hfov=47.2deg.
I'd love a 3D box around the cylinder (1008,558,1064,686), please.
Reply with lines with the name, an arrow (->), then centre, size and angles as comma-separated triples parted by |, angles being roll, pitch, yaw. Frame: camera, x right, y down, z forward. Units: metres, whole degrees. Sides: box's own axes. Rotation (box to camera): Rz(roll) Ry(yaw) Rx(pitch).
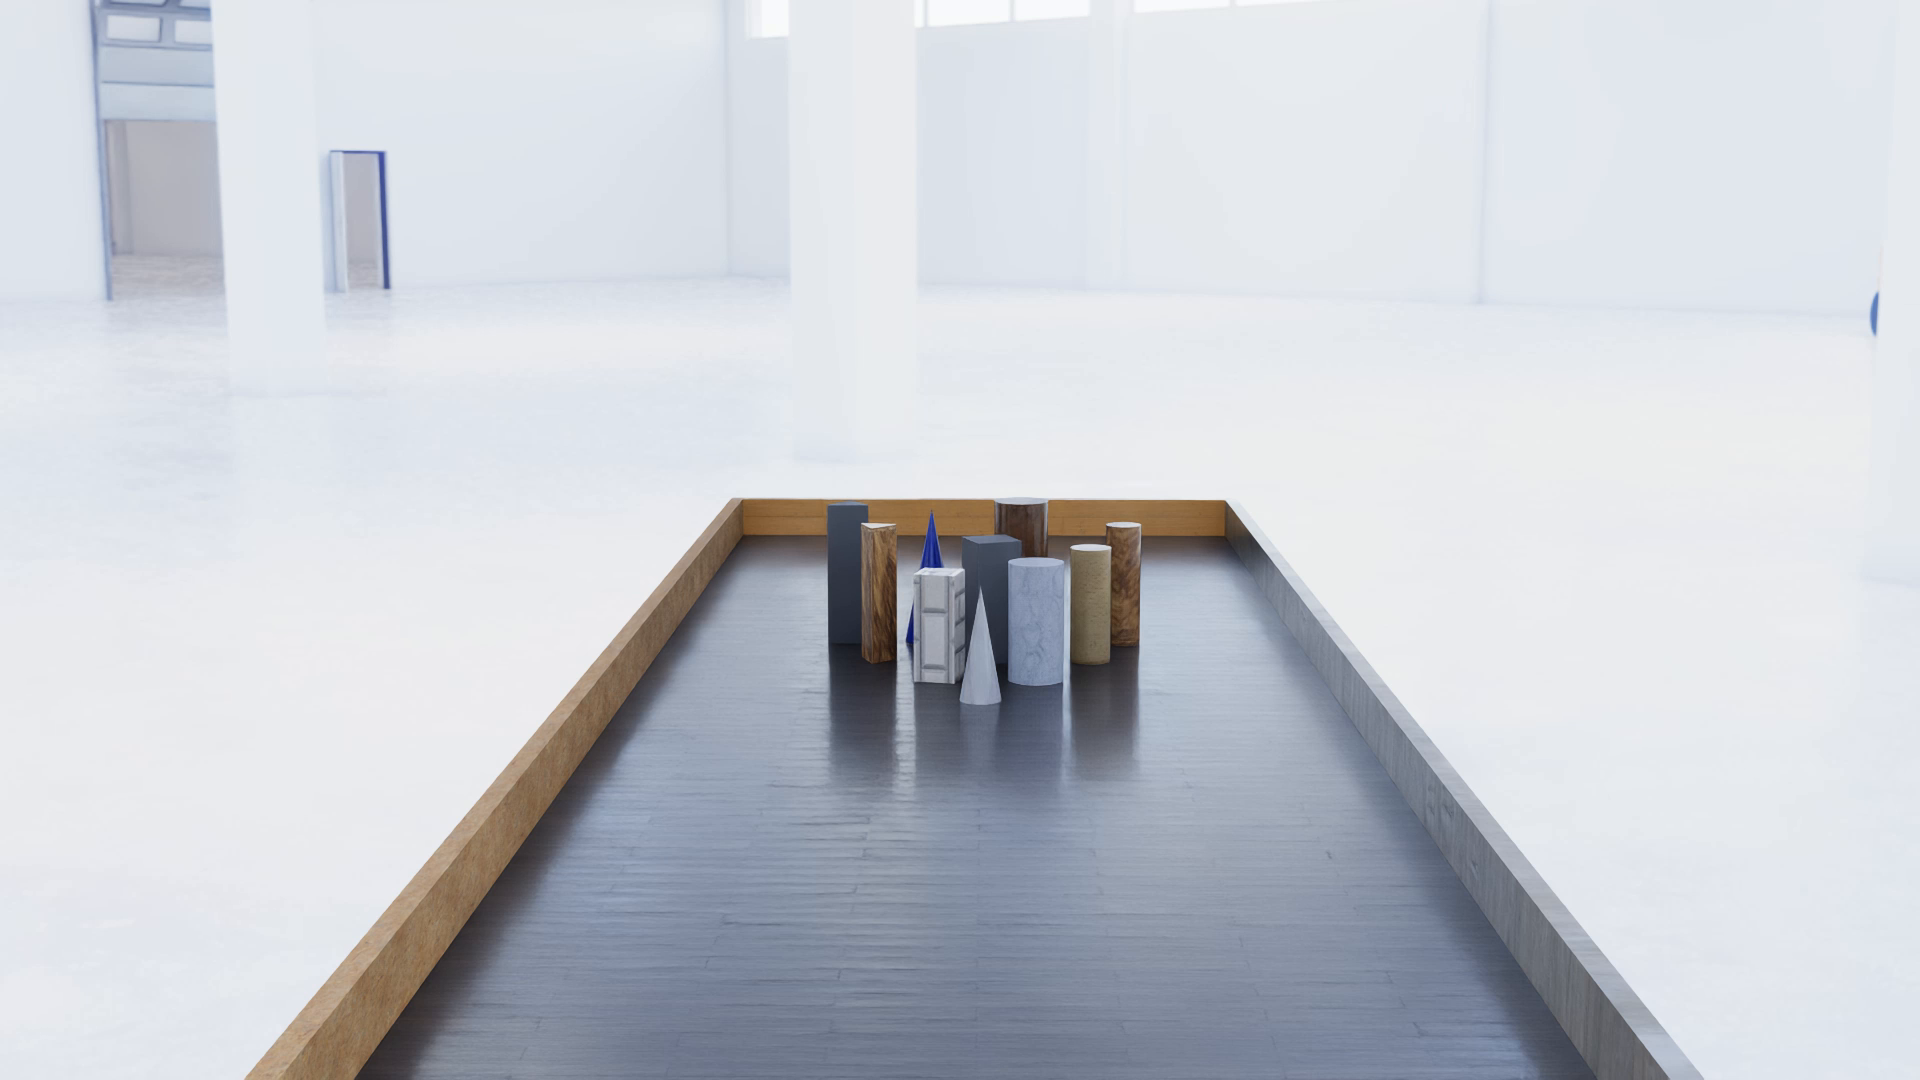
cylinder -> 0.221, 0.236, 6.408 | 0.163, 0.348, 0.163 | 0, 9, 0

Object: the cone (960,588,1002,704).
cone -> 0.058, 0.289, 6.151 | 0.119, 0.323, 0.119 | 0, 9, 0

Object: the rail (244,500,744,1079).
rail -> -1.004, 0.839, 3.234 | 0.050, 0.150, 12.000 | 0, 9, 1

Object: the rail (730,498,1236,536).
rail -> 0.099, -0.098, 9.147 | 2.100, 0.150, 0.050 | 0, 9, 1

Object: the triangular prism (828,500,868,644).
triangular prism -> -0.349, 0.100, 6.971 | 0.128, 0.441, 0.111 | 1, 9, 3

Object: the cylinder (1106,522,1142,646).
cylinder -> 0.514, 0.138, 6.933 | 0.110, 0.377, 0.110 | 0, 9, 0

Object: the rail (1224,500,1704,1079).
rail -> 1.046, 0.843, 3.208 | 0.050, 0.150, 12.000 | 0, 9, 1

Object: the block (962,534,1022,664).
block -> 0.096, 0.180, 6.687 | 0.140, 0.371, 0.140 | -3, 10, -20

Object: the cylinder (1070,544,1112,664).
cylinder -> 0.396, 0.195, 6.669 | 0.123, 0.348, 0.123 | 0, 9, 0

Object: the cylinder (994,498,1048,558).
cylinder -> 0.192, 0.101, 6.917 | 0.169, 0.455, 0.169 | 0, 9, 0

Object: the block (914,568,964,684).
block -> -0.060, 0.249, 6.428 | 0.123, 0.316, 0.123 | 2, 9, 14

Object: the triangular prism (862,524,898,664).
triangular prism -> -0.264, 0.158, 6.688 | 0.094, 0.414, 0.109 | 8, 12, 41

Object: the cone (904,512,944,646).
cone -> -0.089, 0.111, 6.949 | 0.172, 0.426, 0.172 | 0, 9, 0
